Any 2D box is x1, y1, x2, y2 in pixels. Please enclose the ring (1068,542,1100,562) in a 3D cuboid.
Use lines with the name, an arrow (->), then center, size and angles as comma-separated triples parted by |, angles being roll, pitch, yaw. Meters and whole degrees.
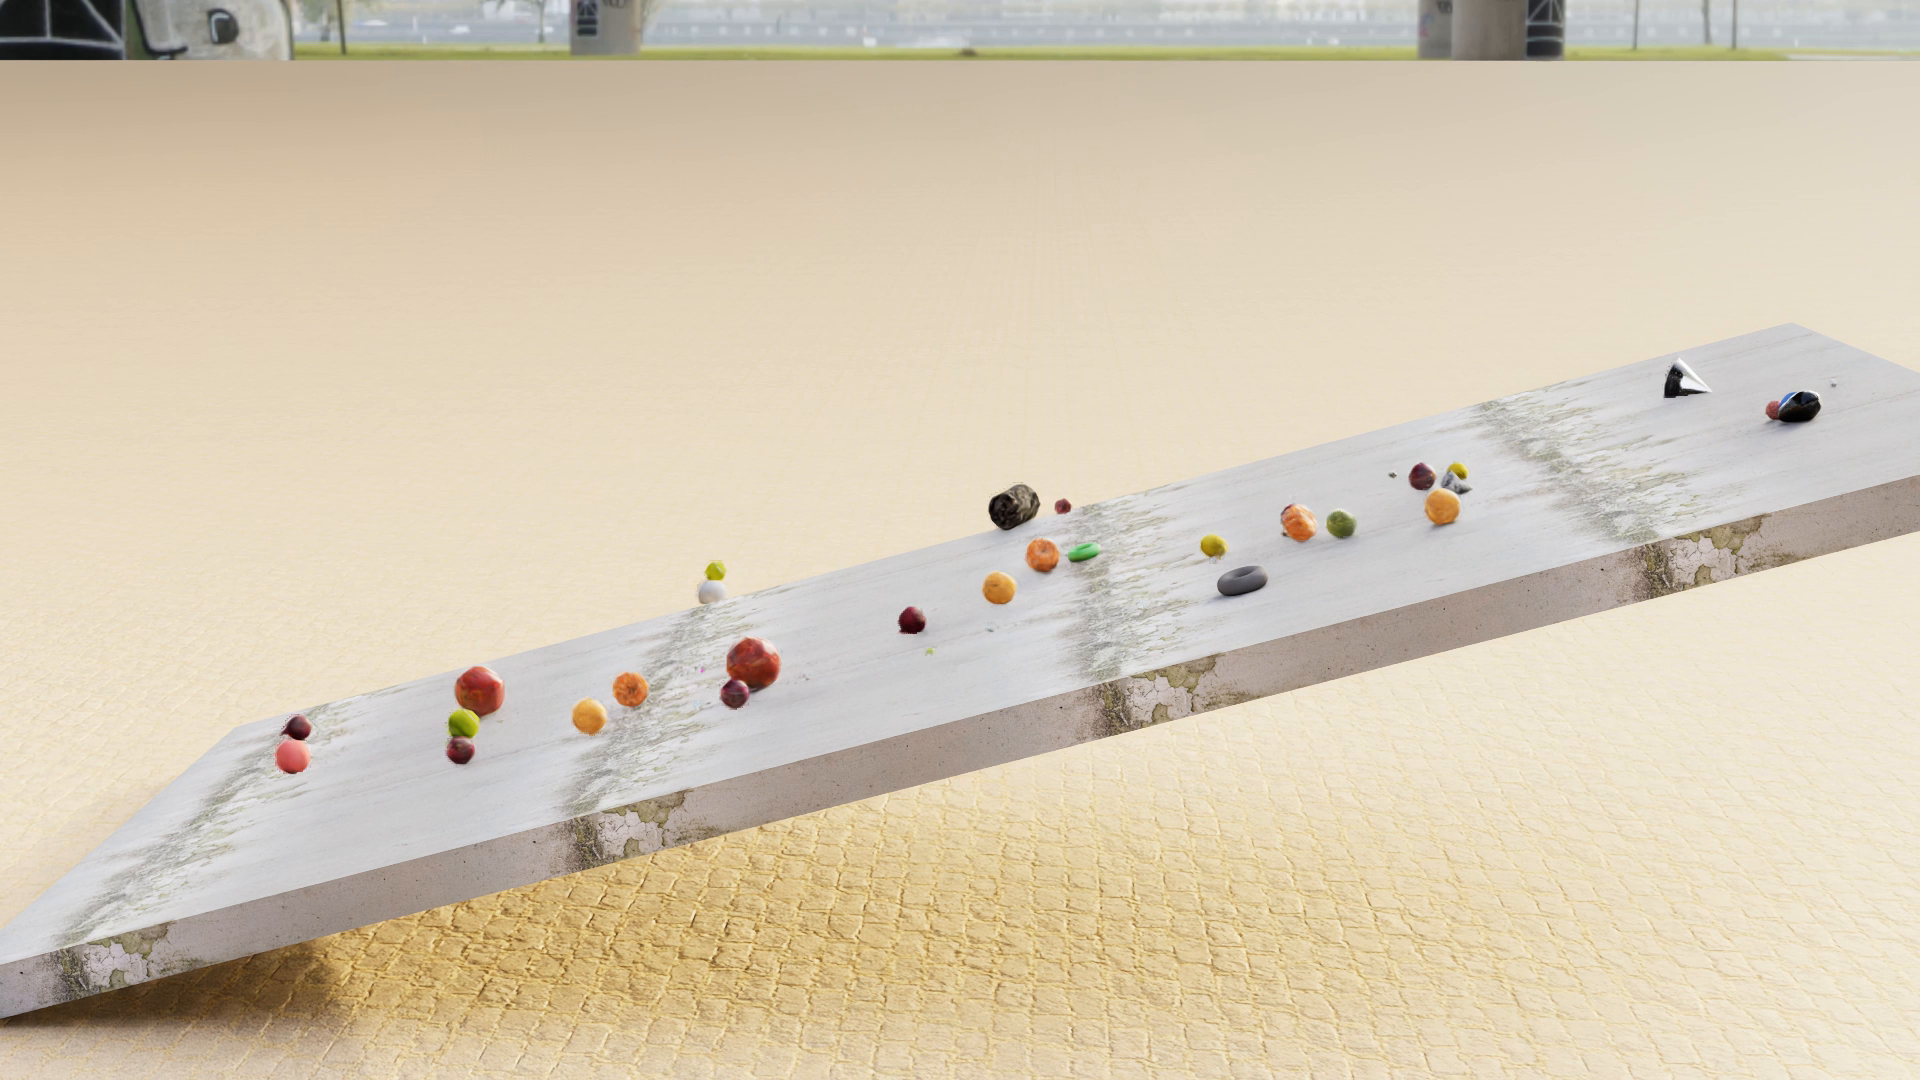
ring -> 0.278, 0.028, 6.590 | 0.077, 0.026, 0.077 | -18, 12, 4

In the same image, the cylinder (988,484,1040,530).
cylinder -> 0.134, -0.082, 7.260 | 0.092, 0.092, 0.092 | 6, 20, 32

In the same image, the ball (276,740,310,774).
ball -> -1.492, 0.485, 6.581 | 0.077, 0.077, 0.077 | 0, 10, 0

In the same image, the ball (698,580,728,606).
ball -> -0.795, 0.175, 9.435 | 0.096, 0.096, 0.096 | 0, 10, 0

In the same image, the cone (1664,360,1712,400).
cone -> 1.633, -0.344, 6.556 | 0.094, 0.094, 0.094 | 22, 19, 28

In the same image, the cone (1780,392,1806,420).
cone -> 1.717, -0.269, 6.018 | 0.057, 0.057, 0.057 | 9, -5, 40

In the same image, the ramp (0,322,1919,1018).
ramp -> 0.079, 0.191, 6.331 | 4.000, 0.100, 2.000 | -15, 9, 4

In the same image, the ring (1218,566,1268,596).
ring -> 0.557, 0.080, 5.795 | 0.104, 0.035, 0.104 | -16, 13, 4

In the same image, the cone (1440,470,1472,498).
cone -> 1.049, -0.111, 6.160 | 0.060, 0.060, 0.060 | 10, 7, -18
